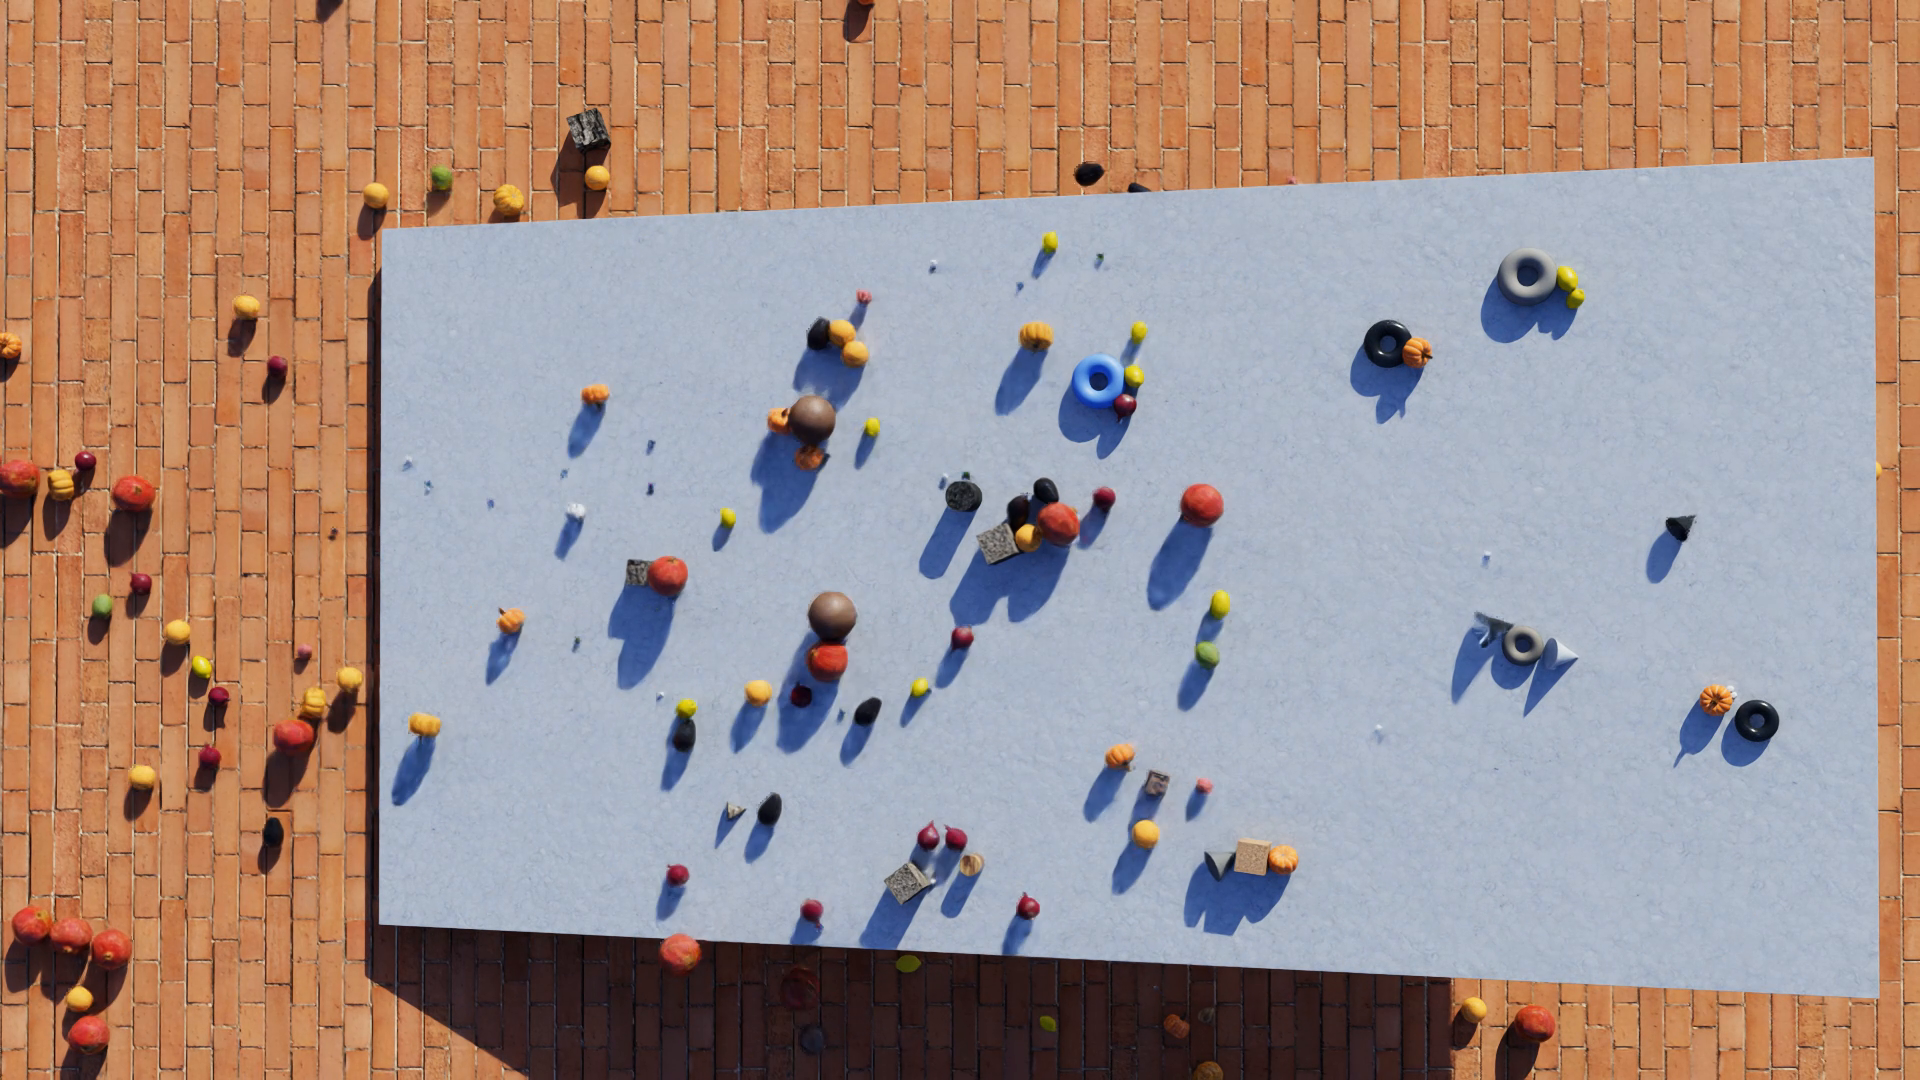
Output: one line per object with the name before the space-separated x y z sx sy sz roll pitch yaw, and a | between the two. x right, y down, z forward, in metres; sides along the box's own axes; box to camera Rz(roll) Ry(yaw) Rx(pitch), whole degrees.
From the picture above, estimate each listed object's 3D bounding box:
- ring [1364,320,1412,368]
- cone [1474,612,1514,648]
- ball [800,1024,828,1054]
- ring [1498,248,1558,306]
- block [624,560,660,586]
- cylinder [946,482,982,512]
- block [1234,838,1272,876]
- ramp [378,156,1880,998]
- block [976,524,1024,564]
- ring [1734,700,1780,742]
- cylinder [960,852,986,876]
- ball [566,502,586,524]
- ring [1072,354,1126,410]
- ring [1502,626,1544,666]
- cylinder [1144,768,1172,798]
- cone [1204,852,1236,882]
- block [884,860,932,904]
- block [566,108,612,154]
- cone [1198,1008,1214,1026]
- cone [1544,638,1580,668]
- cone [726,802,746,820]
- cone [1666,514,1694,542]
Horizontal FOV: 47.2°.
ring | 1.076 -0.493 5.528 0.122 0.041 0.122 0 90 15
cone | 1.333 0.217 5.444 0.088 0.088 0.088 -8 89 -11
ball | -0.422 1.444 6.360 0.083 0.083 0.083 0 89 0
ring | 1.402 -0.651 5.433 0.146 0.049 0.146 0 89 17
block | -0.875 0.090 6.064 0.068 0.068 0.068 7 91 16
cylinder | 0.010 -0.114 5.807 0.080 0.080 0.080 0 89 16
block | 0.744 0.804 5.585 0.076 0.076 0.076 7 91 16
ramp | 0.269 0.096 5.823 4.000 0.100 2.000 0 89 16
block | 0.105 0.011 5.777 0.082 0.082 0.082 -24 83 14
ring | 1.913 0.434 5.278 0.102 0.034 0.102 0 88 15
cylinder | 0.032 0.855 5.799 0.055 0.055 0.055 0 89 16
ball | -1.071 -0.076 6.128 0.057 0.057 0.057 0 89 0
ring | 0.362 -0.412 5.728 0.145 0.048 0.145 0 90 15
ring | 1.389 0.262 5.430 0.101 0.034 0.101 0 91 20
cylinder | 0.509 0.626 5.666 0.056 0.056 0.056 23 78 0
cone | 0.681 0.817 5.623 0.083 0.083 0.083 -23 89 -12
block | -0.139 0.908 5.835 0.079 0.079 0.079 -39 79 12
block | -1.079 -1.190 6.395 0.092 0.092 0.092 -19 89 0
cone | 0.728 1.395 6.391 0.052 0.052 0.052 -37 116 -1
cone | 1.487 0.283 5.402 0.078 0.078 0.078 8 89 -11
cone | -0.607 0.736 6.000 0.054 0.054 0.054 -6 89 -11
cone | 1.761 -0.044 5.331 0.067 0.067 0.067 47 65 1
